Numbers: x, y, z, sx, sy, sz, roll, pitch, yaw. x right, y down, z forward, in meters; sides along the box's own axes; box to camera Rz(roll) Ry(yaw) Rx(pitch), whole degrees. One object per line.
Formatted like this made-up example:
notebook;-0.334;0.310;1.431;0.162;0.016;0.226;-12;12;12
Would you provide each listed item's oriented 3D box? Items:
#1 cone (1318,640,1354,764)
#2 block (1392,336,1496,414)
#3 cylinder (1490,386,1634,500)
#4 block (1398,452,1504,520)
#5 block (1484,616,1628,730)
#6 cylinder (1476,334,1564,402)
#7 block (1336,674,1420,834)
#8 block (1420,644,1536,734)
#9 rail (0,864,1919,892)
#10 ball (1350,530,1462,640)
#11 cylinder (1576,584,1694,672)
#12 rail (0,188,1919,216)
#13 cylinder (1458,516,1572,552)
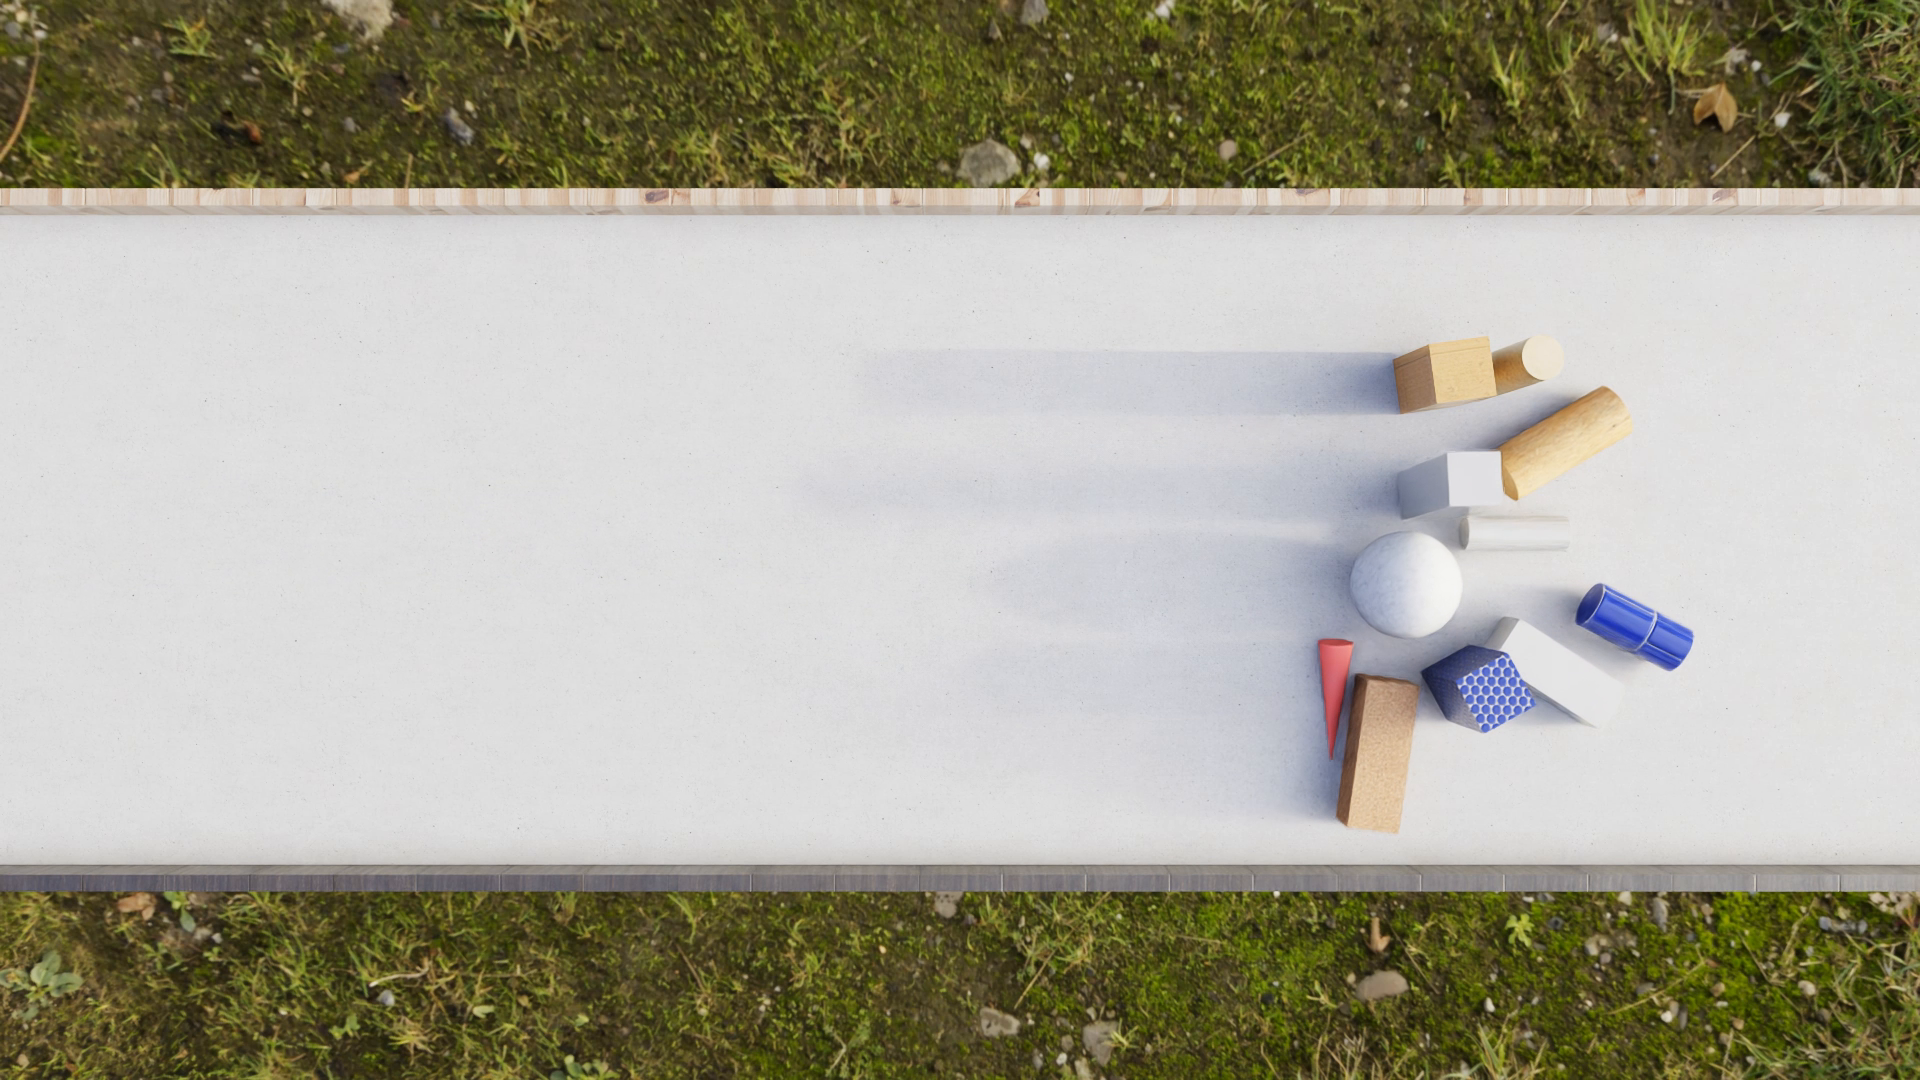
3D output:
cone;1.143;0.503;5.050;0.106;0.106;0.385;0;98;0
block;1.425;-0.482;4.871;0.170;0.410;0.170;-8;90;1
cylinder;1.812;-0.293;4.992;0.399;0.168;0.168;-31;90;0
block;1.433;-0.154;4.841;0.151;0.456;0.151;-2;86;-2
block;1.794;0.401;5.001;0.384;0.150;0.150;33;90;0
cylinder;1.616;-0.503;4.866;0.130;0.404;0.130;1;86;-10
block;1.262;0.643;4.990;0.156;0.156;0.447;7;92;0
block;1.533;0.439;4.897;0.172;0.360;0.172;-29;90;0
rail;-2.247;1.025;5.001;12.000;0.150;0.050;0;90;0
ball;1.330;0.134;4.915;0.322;0.322;0.322;0;90;0
cylinder;2.045;0.265;5.004;0.305;0.145;0.145;27;90;0
rail;-2.247;-1.025;5.002;12.000;0.150;0.050;0;90;0
cylinder;1.689;-0.021;5.023;0.306;0.107;0.107;1;90;0
